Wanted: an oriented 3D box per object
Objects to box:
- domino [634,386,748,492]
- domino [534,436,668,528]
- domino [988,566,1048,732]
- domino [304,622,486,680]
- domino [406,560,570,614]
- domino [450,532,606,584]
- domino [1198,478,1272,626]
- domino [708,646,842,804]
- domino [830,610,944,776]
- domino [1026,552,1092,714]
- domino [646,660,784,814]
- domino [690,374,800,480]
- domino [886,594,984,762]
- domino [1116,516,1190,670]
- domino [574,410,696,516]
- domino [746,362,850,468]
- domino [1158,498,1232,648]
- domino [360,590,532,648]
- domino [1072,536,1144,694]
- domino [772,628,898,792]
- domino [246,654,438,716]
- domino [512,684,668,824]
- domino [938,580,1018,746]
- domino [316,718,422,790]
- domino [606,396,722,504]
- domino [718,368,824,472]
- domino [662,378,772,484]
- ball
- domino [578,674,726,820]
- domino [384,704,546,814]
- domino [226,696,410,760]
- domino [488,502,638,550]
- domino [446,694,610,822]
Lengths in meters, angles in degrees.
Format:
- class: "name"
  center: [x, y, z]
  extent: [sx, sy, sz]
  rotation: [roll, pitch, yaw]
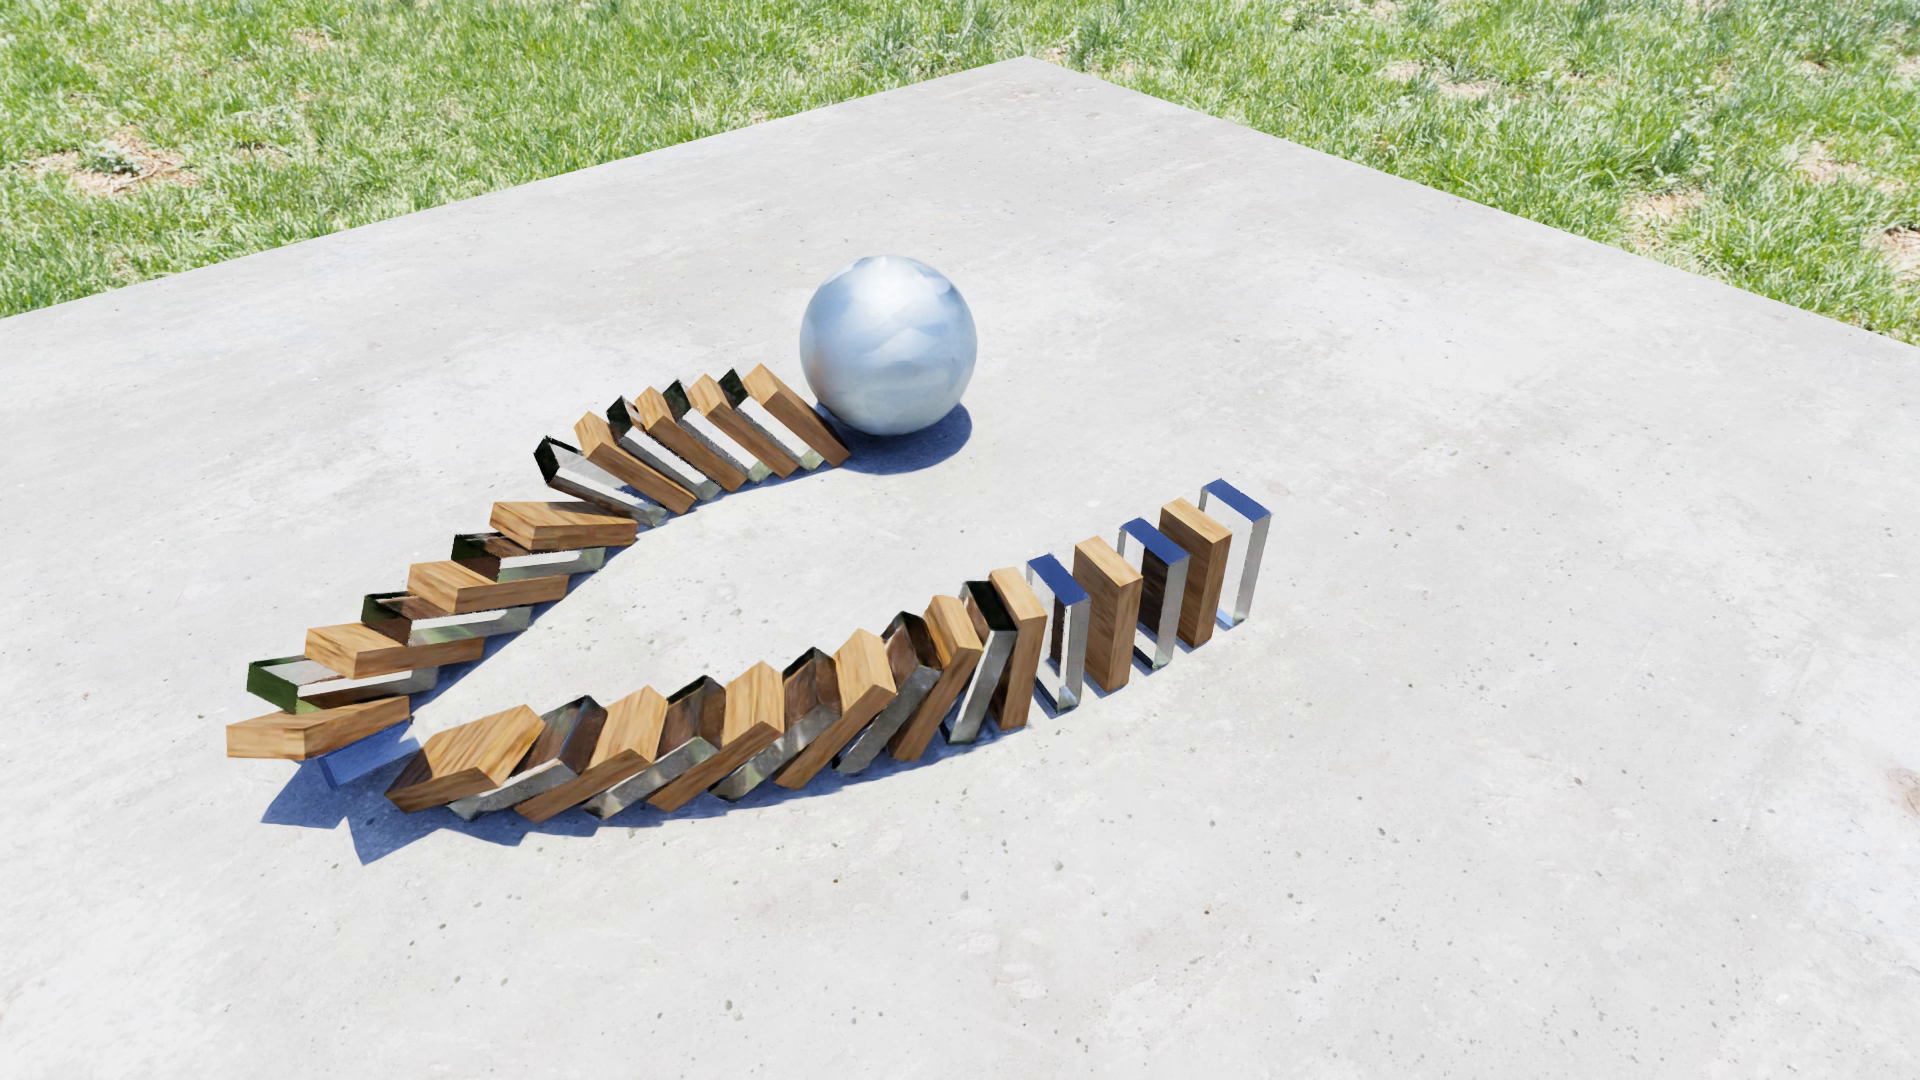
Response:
- class: "domino"
  center: [-0.114, -0.042, 0.466]
  extent: [0.010, 0.050, 0.025]
  rotation: [-42, 45, 7]
- class: "domino"
  center: [-0.146, -0.023, 0.447]
  extent: [0.050, 0.010, 0.025]
  rotation: [26, 16, -45]
- class: "domino"
  center: [0.016, 0.037, 0.366]
  extent: [0.009, 0.050, 0.025]
  rotation: [-9, 40, -20]
- class: "domino"
  center: [-0.193, 0.036, 0.379]
  extent: [0.025, 0.010, 0.050]
  rotation: [17, 10, 24]
- class: "domino"
  center: [-0.173, 0.015, 0.405]
  extent: [0.025, 0.010, 0.050]
  rotation: [21, 13, 24]
- class: "domino"
  center: [-0.163, 0.005, 0.418]
  extent: [0.025, 0.009, 0.050]
  rotation: [21, 13, 24]
- class: "domino"
  center: [0.098, 0.005, 0.405]
  extent: [0.010, 0.050, 0.025]
  rotation: [-24, 45, -26]
- class: "domino"
  center: [-0.059, 0.059, 0.347]
  extent: [0.050, 0.010, 0.025]
  rotation: [-39, 37, 19]
- class: "domino"
  center: [-0.026, 0.050, 0.354]
  extent: [0.009, 0.050, 0.025]
  rotation: [22, 28, -33]
- class: "domino"
  center: [0.032, 0.032, 0.372]
  extent: [0.009, 0.050, 0.025]
  rotation: [-18, 43, -21]
- class: "domino"
  center: [-0.077, 0.062, 0.345]
  extent: [0.050, 0.009, 0.025]
  rotation: [-35, 37, 18]
- class: "domino"
  center: [-0.092, -0.049, 0.474]
  extent: [0.010, 0.050, 0.025]
  rotation: [-42, 45, 7]
- class: "domino"
  center: [-0.011, 0.045, 0.357]
  extent: [0.009, 0.050, 0.025]
  rotation: [12, 32, -30]
- class: "domino"
  center: [0.066, 0.019, 0.388]
  extent: [0.009, 0.050, 0.025]
  rotation: [-23, 45, -26]
- class: "domino"
  center: [-0.134, -0.031, 0.454]
  extent: [0.010, 0.050, 0.025]
  rotation: [-45, 45, 8]
- class: "domino"
  center: [-0.070, -0.054, 0.481]
  extent: [0.010, 0.050, 0.025]
  rotation: [-42, 45, 7]
- class: "domino"
  center: [0.082, 0.012, 0.397]
  extent: [0.009, 0.050, 0.025]
  rotation: [-24, 45, -27]
- class: "domino"
  center: [-0.182, 0.026, 0.392]
  extent: [0.025, 0.010, 0.050]
  rotation: [21, 11, 24]
- class: "domino"
  center: [0.049, 0.026, 0.380]
  extent: [0.010, 0.050, 0.025]
  rotation: [-21, 44, -23]
- class: "domino"
  center: [-0.042, 0.054, 0.351]
  extent: [0.009, 0.050, 0.025]
  rotation: [30, 24, -35]
- class: "domino"
  center: [-0.205, 0.045, 0.367]
  extent: [0.025, 0.010, 0.050]
  rotation: [16, 9, 24]
- class: "domino"
  center: [-0.114, 0.067, 0.341]
  extent: [0.050, 0.010, 0.025]
  rotation: [-28, 35, 20]
- class: "domino"
  center: [0.003, 0.041, 0.361]
  extent: [0.010, 0.050, 0.025]
  rotation: [2, 36, -25]
- class: "domino"
  center: [-0.181, 0.066, 0.338]
  extent: [0.025, 0.010, 0.050]
  rotation: [-25, 2, -28]
- class: "domino"
  center: [-0.124, -0.037, 0.461]
  extent: [0.010, 0.050, 0.025]
  rotation: [-43, 44, 7]
- class: "domino"
  center: [-0.082, -0.052, 0.478]
  extent: [0.009, 0.050, 0.025]
  rotation: [-42, 45, 7]
- class: "domino"
  center: [-0.103, -0.046, 0.471]
  extent: [0.010, 0.050, 0.025]
  rotation: [-42, 45, 7]
- class: "ball"
  center: [-0.032, -0.087, 0.494]
  extent: [0.080, 0.080, 0.080]
  rotation: [0, 39, 0]
- class: "domino"
  center: [-0.095, 0.065, 0.343]
  extent: [0.050, 0.010, 0.025]
  rotation: [-32, 36, 18]
- class: "domino"
  center: [-0.153, 0.068, 0.340]
  extent: [0.050, 0.010, 0.025]
  rotation: [-19, 30, 31]
- class: "domino"
  center: [-0.202, 0.059, 0.349]
  extent: [0.025, 0.010, 0.050]
  rotation: [1, 3, 7]
- class: "domino"
  center: [-0.155, -0.006, 0.432]
  extent: [0.025, 0.009, 0.050]
  rotation: [25, 14, 27]
- class: "domino"
  center: [-0.134, 0.068, 0.340]
  extent: [0.050, 0.009, 0.025]
  rotation: [-24, 32, 24]
